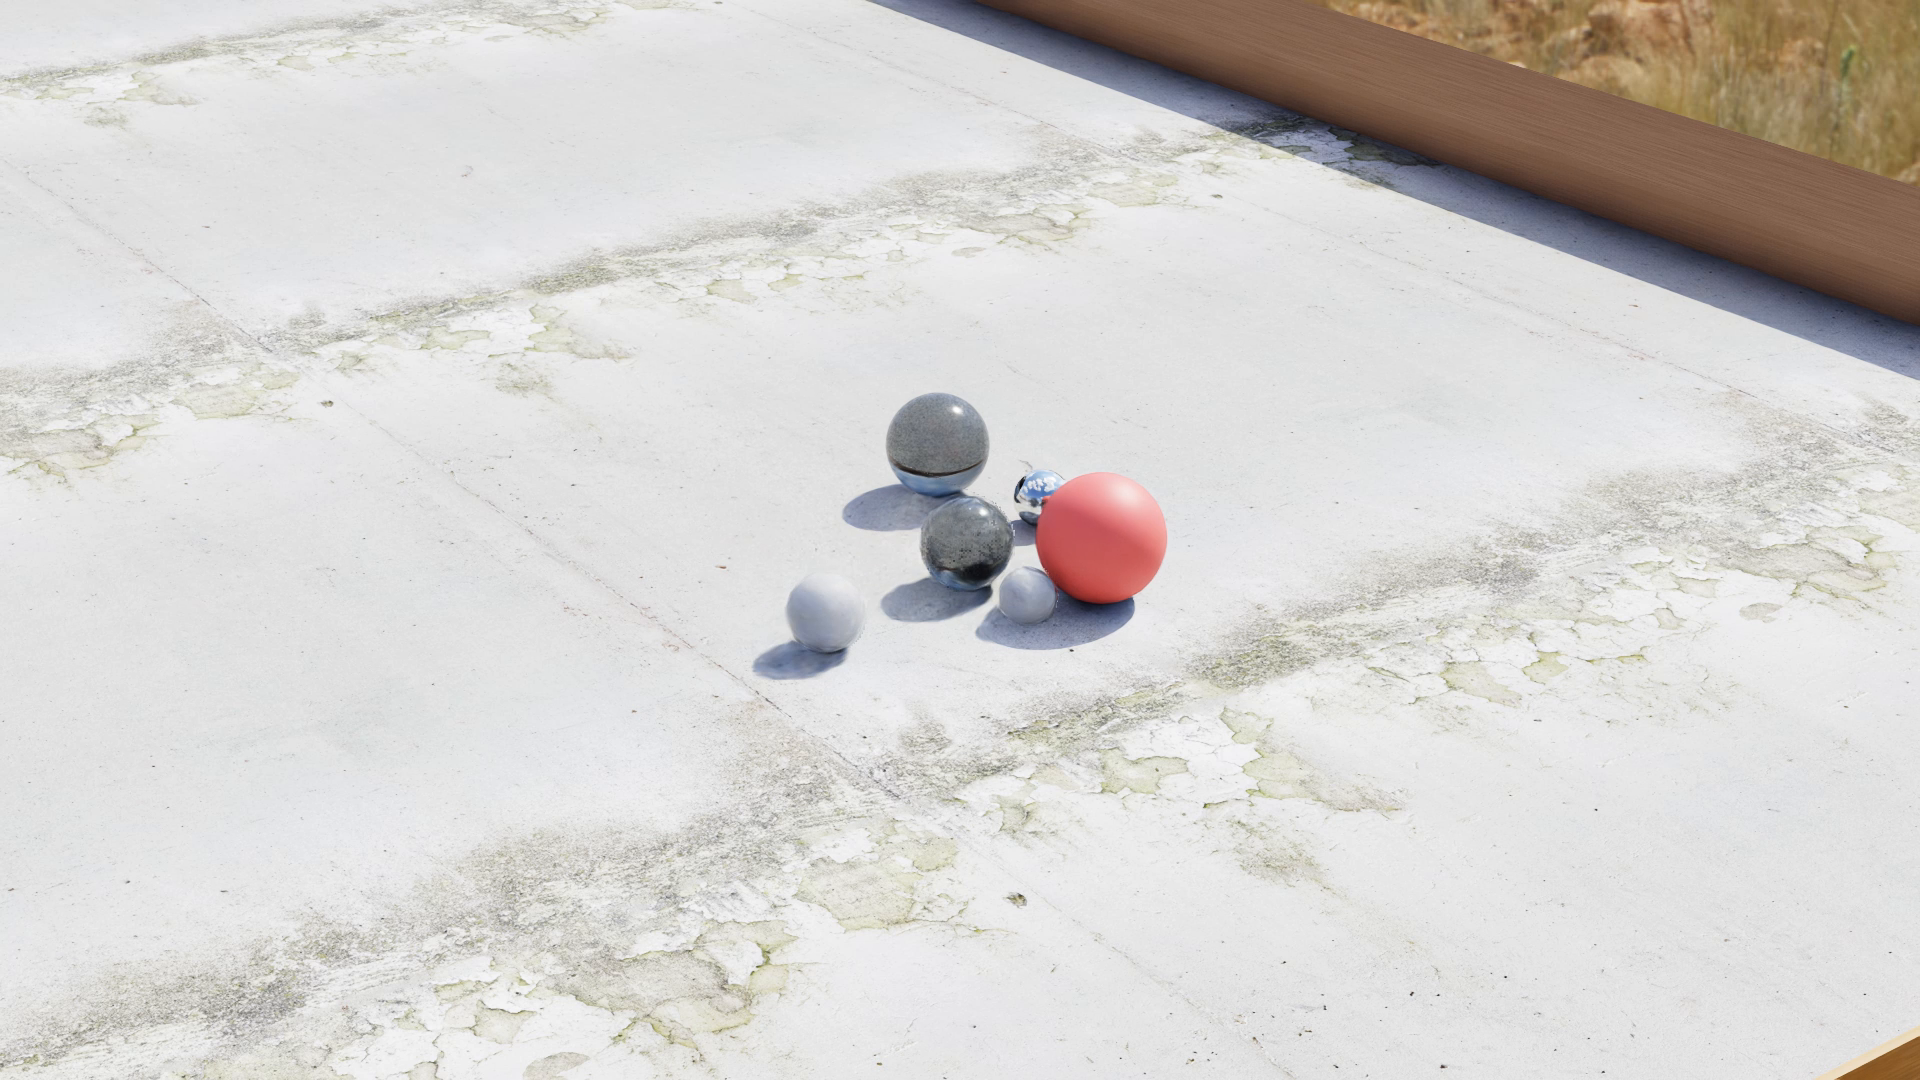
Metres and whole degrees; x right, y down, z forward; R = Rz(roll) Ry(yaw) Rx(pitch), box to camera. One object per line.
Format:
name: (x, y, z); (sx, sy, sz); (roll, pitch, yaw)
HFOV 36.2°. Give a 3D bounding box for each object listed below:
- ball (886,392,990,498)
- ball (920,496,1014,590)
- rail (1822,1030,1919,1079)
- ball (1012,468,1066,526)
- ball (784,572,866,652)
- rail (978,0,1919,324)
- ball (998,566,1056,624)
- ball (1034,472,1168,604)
ball: (-0.018, -0.076, 2.344); (0.084, 0.084, 0.084); (0, 24, 0)
ball: (0.005, 0.002, 2.188); (0.070, 0.070, 0.070); (0, 24, 0)
rail: (0.517, 0.273, 1.525); (2.084, 0.126, 0.045); (-16, 29, -32)
ball: (0.064, -0.033, 2.295); (0.046, 0.046, 0.046); (0, 24, 0)
ball: (-0.096, 0.051, 2.096); (0.058, 0.058, 0.058); (0, 24, 0)
rail: (0.298, -0.581, 3.399); (0.045, 0.126, 3.655); (-16, 29, -32)
ball: (0.049, 0.040, 2.139); (0.042, 0.042, 0.042); (0, 24, 0)
ball: (0.104, -0.001, 2.165); (0.097, 0.097, 0.097); (0, 24, 0)
